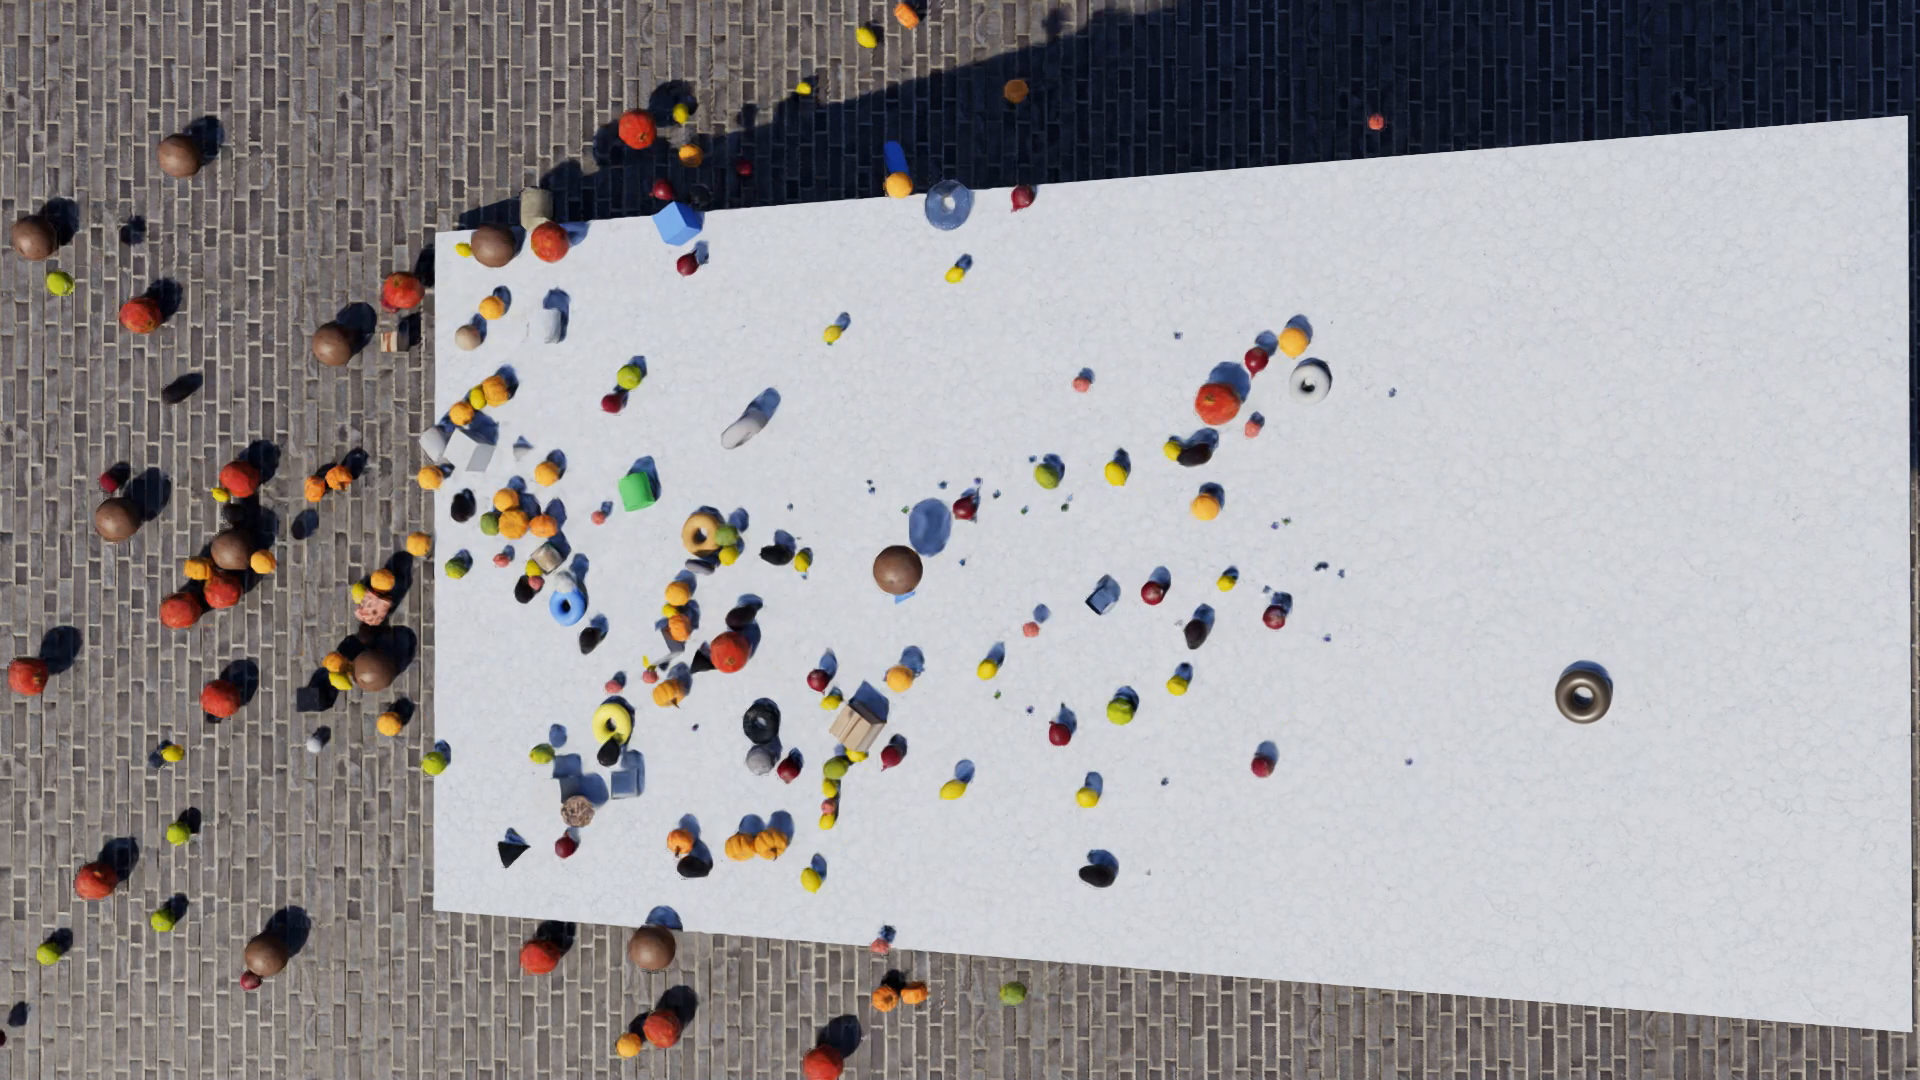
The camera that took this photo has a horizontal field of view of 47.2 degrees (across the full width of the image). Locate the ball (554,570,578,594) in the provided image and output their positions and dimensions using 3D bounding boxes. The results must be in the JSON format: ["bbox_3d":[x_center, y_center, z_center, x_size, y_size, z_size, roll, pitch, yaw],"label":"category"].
[{"bbox_3d":[-1.116,0.119,6.219,0.067,0.067,0.067,0,89,0],"label":"ball"}]

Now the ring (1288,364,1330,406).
[{"bbox_3d":[0.850,-0.379,5.356,0.103,0.034,0.103,0,91,24],"label":"ring"}]

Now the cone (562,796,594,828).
[{"bbox_3d":[-1.073,0.764,6.214,0.092,0.092,0.092,0,89,-1],"label":"cone"}]

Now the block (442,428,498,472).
[{"bbox_3d":[-1.423,-0.260,6.385,0.092,0.092,0.092,33,103,22],"label":"block"}]

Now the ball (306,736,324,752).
[{"bbox_3d":[-1.922,0.608,6.551,0.051,0.051,0.051,0,89,0],"label":"ball"}]

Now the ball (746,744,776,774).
[{"bbox_3d":[-0.541,0.597,5.969,0.081,0.081,0.081,0,89,0],"label":"ball"}]

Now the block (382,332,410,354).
[{"bbox_3d":[-1.678,-0.587,6.538,0.057,0.057,0.057,1,91,30],"label":"block"}]

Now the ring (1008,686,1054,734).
[{"bbox_3d":[0.188,0.438,5.672,0.127,0.042,0.127,0,90,8],"label":"ring"}]

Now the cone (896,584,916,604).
[{"bbox_3d":[-0.143,0.142,5.819,0.054,0.054,0.054,-1,89,-2],"label":"cone"}]

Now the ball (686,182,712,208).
[{"bbox_3d":[-0.729,-0.960,6.129,0.070,0.070,0.070,0,89,0],"label":"ball"}]

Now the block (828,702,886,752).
[{"bbox_3d":[-0.272,0.496,5.839,0.091,0.091,0.091,39,105,20],"label":"block"}]

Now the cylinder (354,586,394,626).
[{"bbox_3d":[-1.736,0.198,6.522,0.085,0.085,0.085,31,95,0],"label":"cylinder"}]

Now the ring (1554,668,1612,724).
[{"bbox_3d":[1.436,0.360,5.069,0.129,0.043,0.129,0,91,24],"label":"ring"}]

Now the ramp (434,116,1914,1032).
[{"bbox_3d":[0.282,0.082,5.690,4.000,0.100,2.000,0,89,25],"label":"ramp"}]

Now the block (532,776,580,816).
[{"bbox_3d":[-1.144,0.725,6.241,0.095,0.095,0.095,-9,85,25],"label":"block"}]

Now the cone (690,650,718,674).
[{"bbox_3d":[-0.703,0.346,6.074,0.071,0.071,0.071,17,89,-3],"label":"cone"}]

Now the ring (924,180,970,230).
[{"bbox_3d":[-0.033,-0.878,5.769,0.134,0.045,0.134,0,90,27],"label":"ring"}]

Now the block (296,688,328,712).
[{"bbox_3d":[-1.925,0.474,6.537,0.069,0.069,0.069,-3,88,8],"label":"block"}]

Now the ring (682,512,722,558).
[{"bbox_3d":[-0.713,-0.015,6.078,0.125,0.042,0.125,-1,88,25],"label":"ring"}]

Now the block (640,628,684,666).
[{"bbox_3d":[-0.828,0.296,6.109,0.075,0.075,0.075,-31,77,22],"label":"block"}]

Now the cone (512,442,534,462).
[{"bbox_3d":[-1.256,-0.258,6.343,0.057,0.057,0.057,-12,89,-2],"label":"cone"}]

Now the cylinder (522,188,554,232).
[{"bbox_3d":[-1.210,-0.944,6.300,0.092,0.092,0.092,-3,70,0],"label":"cylinder"}]

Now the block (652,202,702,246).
[{"bbox_3d":[-0.784,-0.876,6.098,0.084,0.084,0.084,-32,76,21],"label":"block"}]

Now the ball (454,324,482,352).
[{"bbox_3d":[-1.433,-0.589,6.401,0.078,0.078,0.078,0,89,0],"label":"ball"}]

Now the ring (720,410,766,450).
[{"bbox_3d":[-0.587,-0.299,5.961,0.146,0.146,0.049,-37,88,0],"label":"ring"}]

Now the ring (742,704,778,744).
[{"bbox_3d":[-0.544,0.502,5.996,0.111,0.037,0.111,0,90,24],"label":"ring"}]

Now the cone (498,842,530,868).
[{"bbox_3d":[-1.278,0.895,6.334,0.083,0.083,0.083,-18,89,-3],"label":"cone"}]

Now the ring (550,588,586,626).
[{"bbox_3d":[-1.119,0.185,6.267,0.116,0.039,0.116,0,91,26],"label":"ring"}]

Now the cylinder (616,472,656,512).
[{"bbox_3d":[-0.905,-0.135,6.144,0.086,0.086,0.086,-26,101,0],"label":"cylinder"}]

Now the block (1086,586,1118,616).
[{"bbox_3d":[0.360,0.155,5.569,0.052,0.052,0.052,45,107,19],"label":"block"}]

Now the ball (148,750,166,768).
[{"bbox_3d":[-2.393,0.653,6.549,0.053,0.053,0.053,0,89,0],"label":"ball"}]

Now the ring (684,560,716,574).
[{"bbox_3d":[-0.714,0.074,6.038,0.086,0.086,0.029,13,96,0],"label":"ring"}]

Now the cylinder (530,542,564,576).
[{"bbox_3d":[-1.176,0.052,6.267,0.070,0.070,0.070,-43,91,0],"label":"cylinder"}]

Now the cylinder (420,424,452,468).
[{"bbox_3d":[-1.520,-0.275,6.432,0.087,0.087,0.087,-41,71,0],"label":"cylinder"}]

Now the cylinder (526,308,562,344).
[{"bbox_3d":[-1.187,-0.611,6.276,0.093,0.093,0.093,5,93,0],"label":"cylinder"}]
